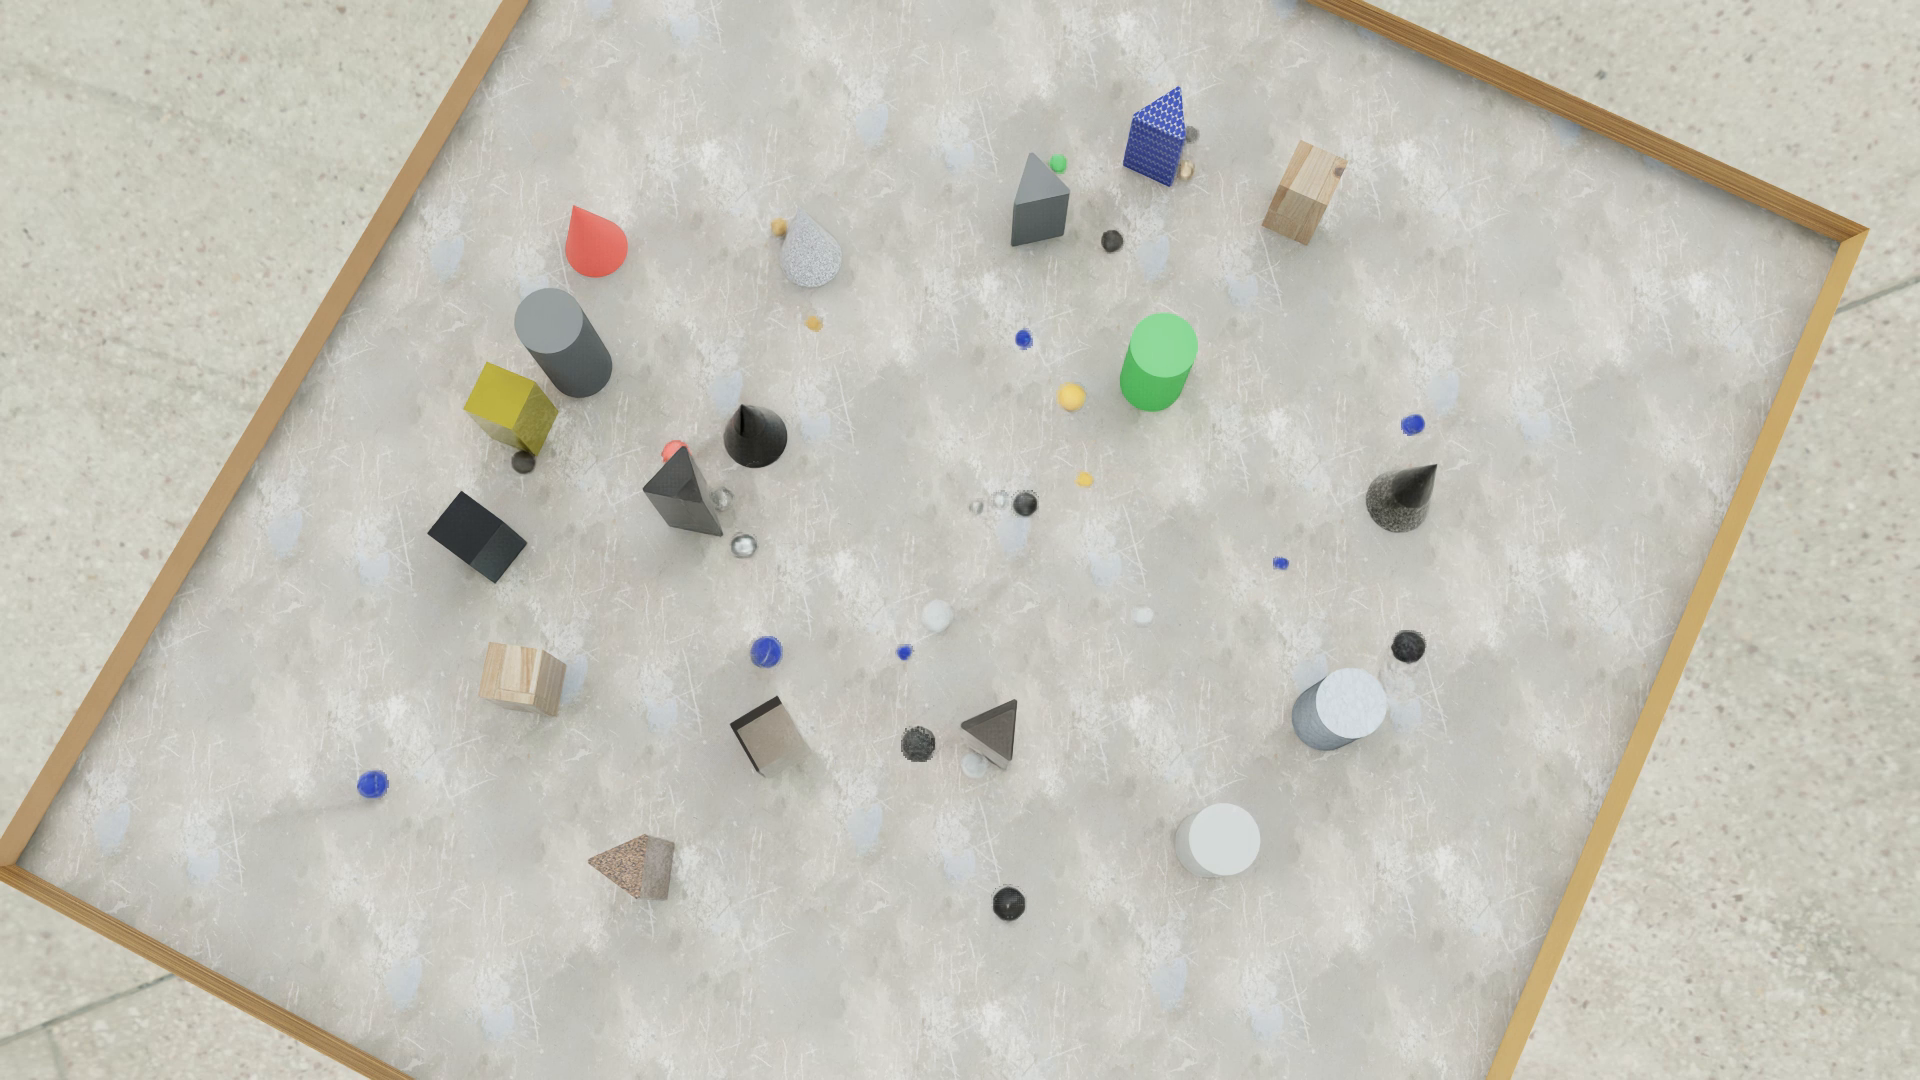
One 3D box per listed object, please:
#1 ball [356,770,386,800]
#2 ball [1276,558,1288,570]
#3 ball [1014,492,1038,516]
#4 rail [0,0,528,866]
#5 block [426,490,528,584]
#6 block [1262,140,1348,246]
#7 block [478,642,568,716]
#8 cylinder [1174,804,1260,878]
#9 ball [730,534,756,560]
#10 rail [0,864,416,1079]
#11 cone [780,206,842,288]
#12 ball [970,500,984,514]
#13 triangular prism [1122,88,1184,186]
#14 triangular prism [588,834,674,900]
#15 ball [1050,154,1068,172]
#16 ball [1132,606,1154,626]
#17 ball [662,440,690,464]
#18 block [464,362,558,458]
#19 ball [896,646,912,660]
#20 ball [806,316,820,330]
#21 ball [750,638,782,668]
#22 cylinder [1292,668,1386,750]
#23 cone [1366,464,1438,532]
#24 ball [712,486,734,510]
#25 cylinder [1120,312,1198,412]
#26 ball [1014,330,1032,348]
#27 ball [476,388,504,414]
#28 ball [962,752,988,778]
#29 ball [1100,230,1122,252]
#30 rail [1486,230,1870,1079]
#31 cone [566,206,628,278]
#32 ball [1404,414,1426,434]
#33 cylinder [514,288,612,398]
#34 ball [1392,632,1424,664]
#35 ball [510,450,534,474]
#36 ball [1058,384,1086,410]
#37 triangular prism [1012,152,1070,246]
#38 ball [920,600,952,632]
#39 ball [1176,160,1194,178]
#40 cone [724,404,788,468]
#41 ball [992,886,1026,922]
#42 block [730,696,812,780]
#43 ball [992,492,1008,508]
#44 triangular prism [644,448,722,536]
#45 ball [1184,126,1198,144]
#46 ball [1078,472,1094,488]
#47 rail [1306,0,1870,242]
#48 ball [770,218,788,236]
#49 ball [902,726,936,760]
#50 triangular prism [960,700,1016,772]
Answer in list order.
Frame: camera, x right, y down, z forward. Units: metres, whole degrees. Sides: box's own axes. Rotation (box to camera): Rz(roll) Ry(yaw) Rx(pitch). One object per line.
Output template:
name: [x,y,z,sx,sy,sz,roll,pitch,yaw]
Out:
ball: [-1.742,0.724,5.424,0.084,0.084,0.084,0,78,0]
ball: [0.981,0.073,5.580,0.041,0.041,0.041,0,78,0]
ball: [0.200,-0.110,5.600,0.076,0.076,0.076,0,78,0]
rail: [-1.847,-0.897,5.736,0.045,0.129,4.281,26,80,5]
block: [-1.435,-0.005,5.463,0.159,0.304,0.159,35,80,7]
block: [1.063,-1.070,5.667,0.159,0.335,0.159,25,79,5]
block: [-1.278,0.411,5.369,0.159,0.319,0.159,8,78,2]
cylinder: [0.735,0.866,5.261,0.198,0.345,0.198,0,78,0]
ball: [-0.658,0.019,5.573,0.078,0.078,0.078,0,78,0]
rail: [-0.947,1.861,5.165,4.177,0.129,0.045,26,80,5]
cone: [-0.473,-0.938,5.590,0.198,0.433,0.198,0,78,0]
ball: [0.051,-0.101,5.614,0.047,0.047,0.047,0,78,0]
triangular prism: [0.630,-1.267,5.696,0.172,0.358,0.149,26,80,5]
triangular prism: [-0.892,0.905,5.184,0.172,0.480,0.149,35,80,7]
ball: [0.314,-1.200,5.835,0.060,0.060,0.060,0,78,0]
ball: [0.555,0.230,5.536,0.064,0.064,0.064,0,78,0]
ball: [-0.871,-0.262,5.626,0.087,0.087,0.087,0,78,0]
block: [-1.351,-0.391,5.532,0.159,0.324,0.159,22,79,5]
ball: [-0.167,0.341,5.523,0.046,0.046,0.046,0,78,0]
ball: [-0.460,-0.678,5.733,0.046,0.046,0.046,0,78,0]
ball: [-0.584,0.339,5.499,0.094,0.094,0.094,0,78,0]
cylinder: [1.095,0.495,5.316,0.198,0.389,0.198,0,78,0]
cone: [1.349,-0.167,5.407,0.198,0.479,0.198,0,78,0]
ball: [-0.721,-0.127,5.564,0.069,0.069,0.069,0,78,0]
cylinder: [0.597,-0.533,5.540,0.198,0.366,0.198,0,78,0]
ball: [0.196,-0.628,5.719,0.053,0.053,0.053,0,78,0]
ball: [-1.453,-0.430,5.665,0.080,0.080,0.080,0,78,0]
ball: [0.045,0.669,5.438,0.078,0.078,0.078,0,78,0]
ball: [0.479,-0.944,5.777,0.068,0.068,0.068,0,78,0]
rail: [1.847,0.911,5.361,0.045,0.129,4.281,26,80,5]
cone: [-1.152,-0.962,5.633,0.198,0.358,0.198,0,78,0]
ball: [1.402,-0.357,5.657,0.066,0.066,0.066,0,78,0]
cylinder: [-1.186,-0.586,5.504,0.198,0.457,0.198,0,78,0]
ball: [1.345,0.322,5.501,0.096,0.096,0.096,0,78,0]
ball: [-1.344,-0.239,5.630,0.071,0.071,0.071,0,78,0]
ball: [0.348,-0.441,5.665,0.084,0.084,0.084,0,78,0]
triangular prism: [0.230,-1.058,5.658,0.172,0.348,0.149,-13,79,-3]
ball: [-0.070,0.227,5.520,0.097,0.097,0.097,0,78,0]
ball: [0.718,-1.180,5.831,0.059,0.059,0.059,0,78,0]
cone: [-0.634,-0.357,5.498,0.198,0.377,0.198,0,78,0]
ball: [0.143,1.062,5.347,0.098,0.098,0.098,0,78,0]
block: [-0.549,0.579,5.354,0.159,0.279,0.159,-30,80,-6]
ball: [0.123,-0.122,5.618,0.046,0.046,0.046,0,78,0]
triangular prism: [-0.797,-0.148,5.408,0.172,0.468,0.149,11,79,2]
ball: [0.736,-1.296,5.858,0.053,0.053,0.053,0,78,0]
ball: [0.385,-0.186,5.631,0.047,0.047,0.047,0,78,0]
rail: [0.947,-1.847,5.932,4.177,0.129,0.045,26,80,5]
ball: [-0.571,-0.988,5.794,0.054,0.054,0.054,0,78,0]
ball: [-0.122,0.604,5.441,0.099,0.099,0.099,0,78,0]
triangular prism: [0.114,0.545,5.304,0.172,0.392,0.149,35,80,7]
